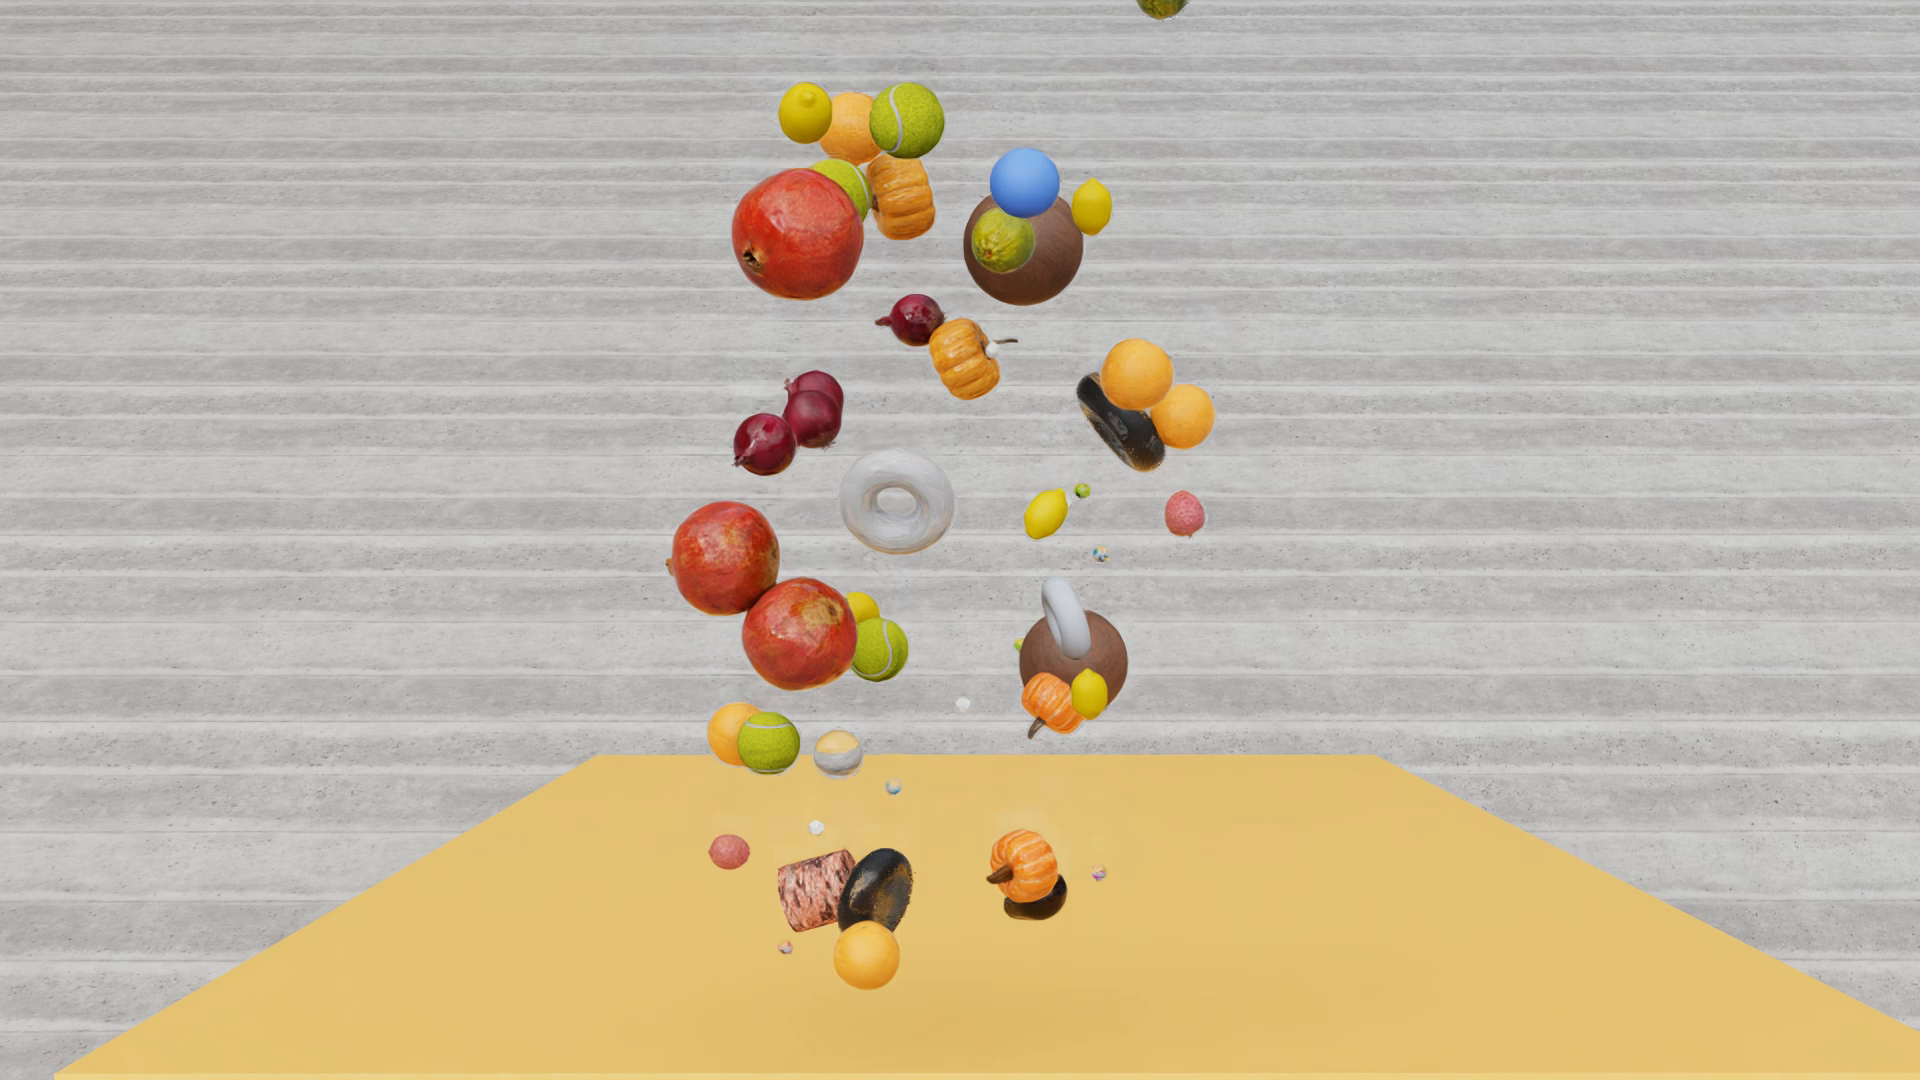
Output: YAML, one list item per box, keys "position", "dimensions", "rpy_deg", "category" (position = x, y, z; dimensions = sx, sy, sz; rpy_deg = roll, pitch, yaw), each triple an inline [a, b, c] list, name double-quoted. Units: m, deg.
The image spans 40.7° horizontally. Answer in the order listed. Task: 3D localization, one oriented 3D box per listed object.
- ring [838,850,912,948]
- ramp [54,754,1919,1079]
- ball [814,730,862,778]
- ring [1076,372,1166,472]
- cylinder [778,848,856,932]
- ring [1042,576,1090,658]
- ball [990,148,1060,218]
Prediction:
- position: [-0.094, 0.397, 2.867]
  dimensions: [0.039, 0.116, 0.116]
  rpy_deg: [20, 36, 29]
  category: "ring"
- position: [0.067, 0.600, 4.661]
  dimensions: [2.000, 0.100, 4.000]
  rpy_deg: [0, 0, 0]
  category: "ramp"
- position: [-0.140, 0.246, 2.971]
  dimensions: [0.056, 0.056, 0.056]
  rpy_deg: [0, 30, 0]
  category: "ball"
- position: [0.179, -0.131, 2.882]
  dimensions: [0.044, 0.131, 0.131]
  rpy_deg: [-39, 39, -5]
  category: "ring"
- position: [-0.157, 0.397, 2.932]
  dimensions: [0.077, 0.077, 0.077]
  rpy_deg: [-16, 29, 10]
  category: "cylinder"
- position: [0.114, 0.084, 2.784]
  dimensions: [0.031, 0.094, 0.094]
  rpy_deg: [-19, 33, -7]
  category: "ring"
- position: [0.060, -0.329, 2.382]
  dimensions: [0.065, 0.065, 0.065]
  rpy_deg: [0, 30, 0]
  category: "ball"
